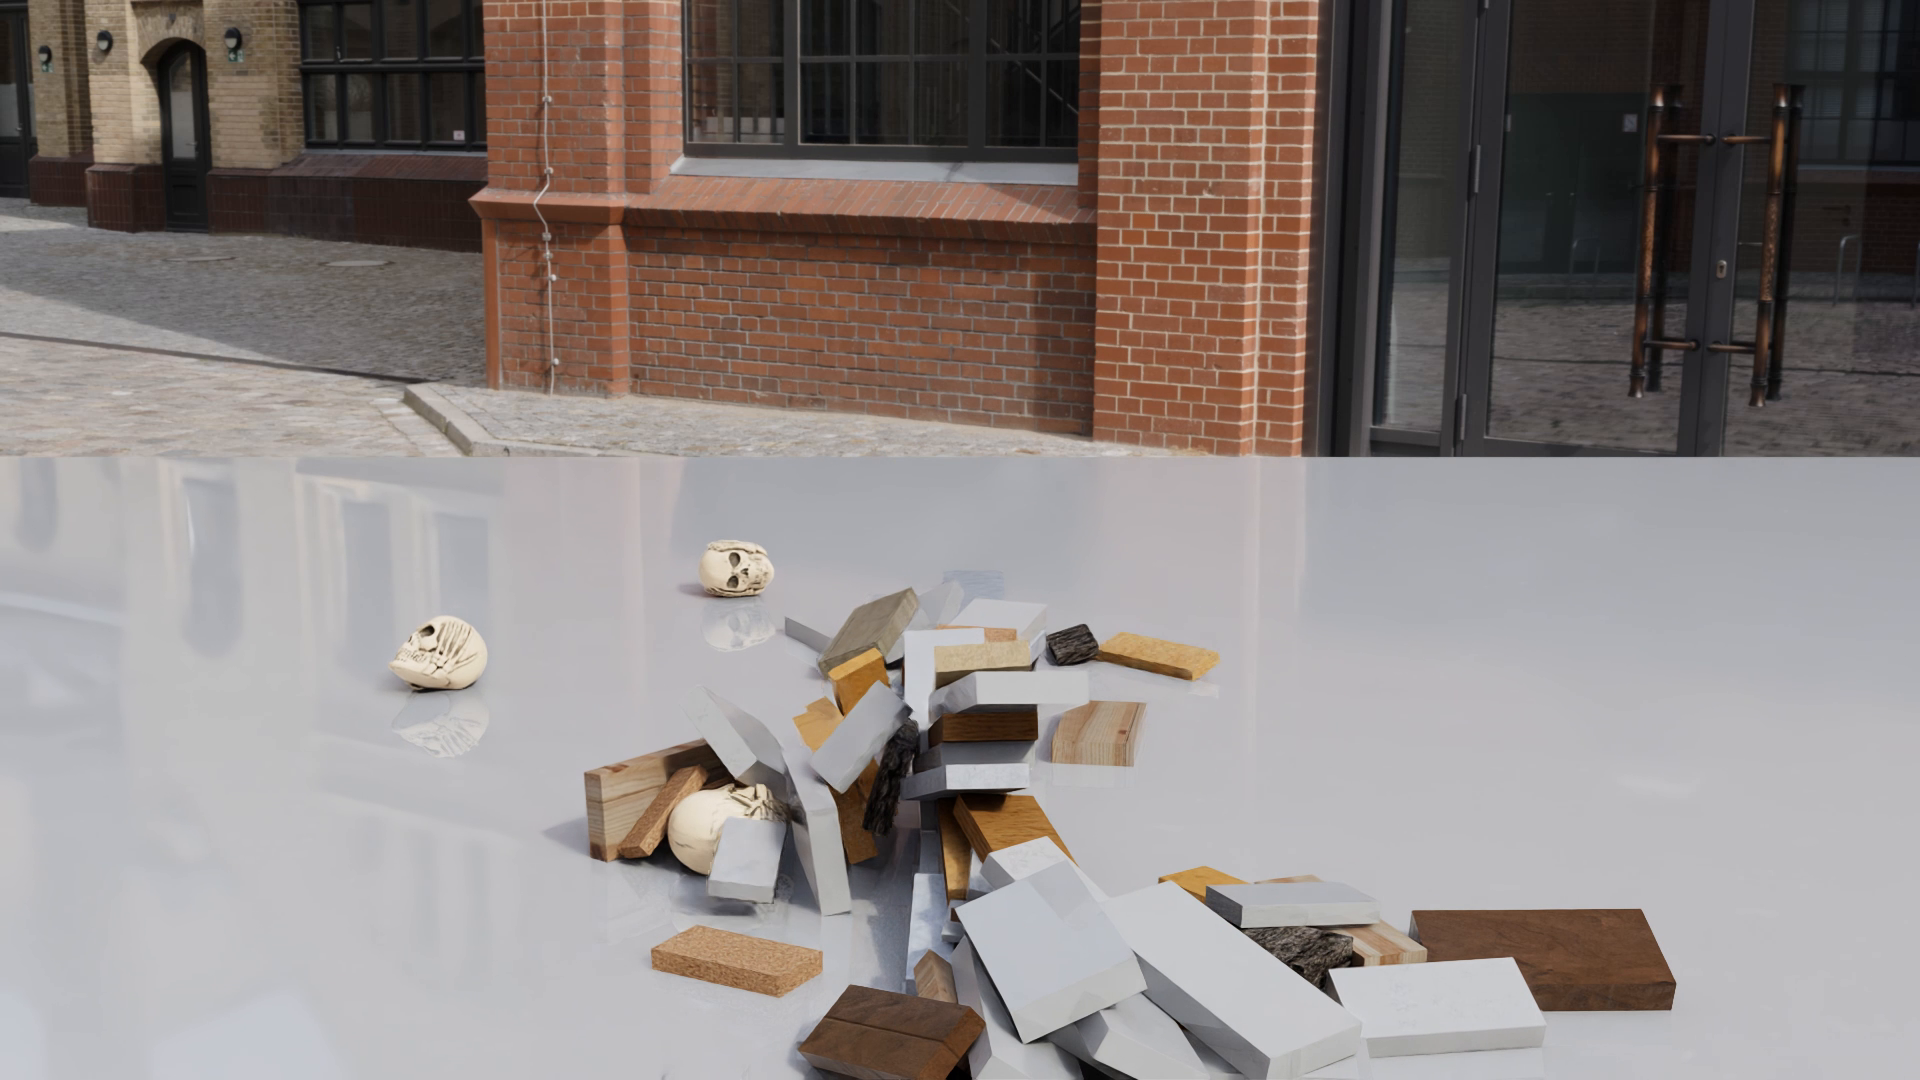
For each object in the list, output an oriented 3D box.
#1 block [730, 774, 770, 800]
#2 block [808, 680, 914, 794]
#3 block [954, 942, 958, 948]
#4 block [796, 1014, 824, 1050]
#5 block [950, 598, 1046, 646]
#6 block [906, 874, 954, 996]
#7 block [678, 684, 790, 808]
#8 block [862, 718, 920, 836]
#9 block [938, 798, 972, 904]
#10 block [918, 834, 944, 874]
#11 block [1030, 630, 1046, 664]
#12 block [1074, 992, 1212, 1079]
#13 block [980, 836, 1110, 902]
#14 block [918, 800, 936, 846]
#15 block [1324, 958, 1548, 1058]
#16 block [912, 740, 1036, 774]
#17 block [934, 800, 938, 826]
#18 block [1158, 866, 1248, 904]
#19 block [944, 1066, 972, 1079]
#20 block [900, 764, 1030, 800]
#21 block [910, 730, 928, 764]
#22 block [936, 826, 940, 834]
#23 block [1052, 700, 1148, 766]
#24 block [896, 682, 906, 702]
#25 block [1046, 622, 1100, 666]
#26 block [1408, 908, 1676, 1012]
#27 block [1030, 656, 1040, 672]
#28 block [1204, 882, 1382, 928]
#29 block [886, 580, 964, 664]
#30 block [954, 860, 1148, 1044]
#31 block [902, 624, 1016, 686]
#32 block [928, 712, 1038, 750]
[{"bbox_3d":[-0.484,0.465,4.224,0.307,0.043,0.153,-4,11,-21],"label":"block"},{"bbox_3d":[-0.167,0.329,3.682,0.026,0.184,0.092,44,-5,-40],"label":"block"},{"bbox_3d":[0.016,0.583,3.303,0.046,0.013,0.092,1,25,3],"label":"block"},{"bbox_3d":[-0.190,0.692,3.081,0.048,0.014,0.095,3,11,17],"label":"block"},{"bbox_3d":[0.051,0.213,4.646,0.164,0.046,0.376,5,19,18],"label":"block"},{"bbox_3d":[-0.006,0.599,3.330,0.137,0.039,0.274,0,25,2],"label":"block"},{"bbox_3d":[-0.379,0.379,3.975,0.179,0.051,0.358,50,0,21],"label":"block"},{"bbox_3d":[-0.119,0.405,3.828,0.043,0.153,0.307,18,4,-1],"label":"block"},{"bbox_3d":[0.041,0.491,3.469,0.137,0.039,0.274,-1,24,-4],"label":"block"},{"bbox_3d":[0.003,0.559,3.507,0.137,0.039,0.275,0,25,2],"label":"block"},{"bbox_3d":[0.066,0.252,4.668,0.145,0.041,0.290,6,20,21],"label":"block"},{"bbox_3d":[0.218,0.635,2.908,0.152,0.043,0.304,28,5,-13],"label":"block"},{"bbox_3d":[0.161,0.539,3.180,0.130,0.037,0.260,-8,41,-47],"label":"block"},{"bbox_3d":[-0.008,0.469,4.017,0.134,0.038,0.267,-1,27,-3],"label":"block"},{"bbox_3d":[0.664,0.654,3.080,0.274,0.039,0.137,-2,32,-8],"label":"block"},{"bbox_3d":[0.018,0.369,3.637,0.149,0.042,0.367,0,-9,-8],"label":"block"},{"bbox_3d":[0.004,0.495,3.892,0.094,0.027,0.187,-2,30,-4],"label":"block"},{"bbox_3d":[0.432,0.586,3.610,0.103,0.029,0.207,-7,13,-35],"label":"block"},{"bbox_3d":[-0.014,0.711,2.957,0.076,0.021,0.151,-1,11,-6],"label":"block"},{"bbox_3d":[0.004,0.387,3.503,0.130,0.037,0.336,0,-10,-14],"label":"block"},{"bbox_3d":[-0.005,0.375,3.918,0.149,0.042,0.299,-2,-11,-5],"label":"block"},{"bbox_3d":[0.008,0.536,3.702,0.104,0.029,0.208,1,29,3],"label":"block"},{"bbox_3d":[0.293,0.399,4.570,0.165,0.047,0.330,2,11,9],"label":"block"},{"bbox_3d":[-0.034,0.303,4.268,0.164,0.046,0.328,1,10,5],"label":"block"},{"bbox_3d":[0.272,0.253,5.323,0.104,0.029,0.207,-18,11,-1],"label":"block"},{"bbox_3d":[0.854,0.618,3.243,0.347,0.049,0.174,0,28,-1],"label":"block"},{"bbox_3d":[0.074,0.298,4.716,0.145,0.041,0.290,15,23,6],"label":"block"},{"bbox_3d":[0.499,0.547,3.301,0.233,0.033,0.117,2,6,-21],"label":"block"},{"bbox_3d":[-0.090,0.193,5.276,0.160,0.045,0.319,-25,12,14],"label":"block"},{"bbox_3d":[0.116,0.547,2.956,0.174,0.049,0.348,-23,16,-6],"label":"block"},{"bbox_3d":[0.002,0.233,4.380,0.164,0.046,0.328,3,12,12],"label":"block"},{"bbox_3d":[0.034,0.316,3.579,0.149,0.042,0.299,-1,-9,-5],"label":"block"}]
